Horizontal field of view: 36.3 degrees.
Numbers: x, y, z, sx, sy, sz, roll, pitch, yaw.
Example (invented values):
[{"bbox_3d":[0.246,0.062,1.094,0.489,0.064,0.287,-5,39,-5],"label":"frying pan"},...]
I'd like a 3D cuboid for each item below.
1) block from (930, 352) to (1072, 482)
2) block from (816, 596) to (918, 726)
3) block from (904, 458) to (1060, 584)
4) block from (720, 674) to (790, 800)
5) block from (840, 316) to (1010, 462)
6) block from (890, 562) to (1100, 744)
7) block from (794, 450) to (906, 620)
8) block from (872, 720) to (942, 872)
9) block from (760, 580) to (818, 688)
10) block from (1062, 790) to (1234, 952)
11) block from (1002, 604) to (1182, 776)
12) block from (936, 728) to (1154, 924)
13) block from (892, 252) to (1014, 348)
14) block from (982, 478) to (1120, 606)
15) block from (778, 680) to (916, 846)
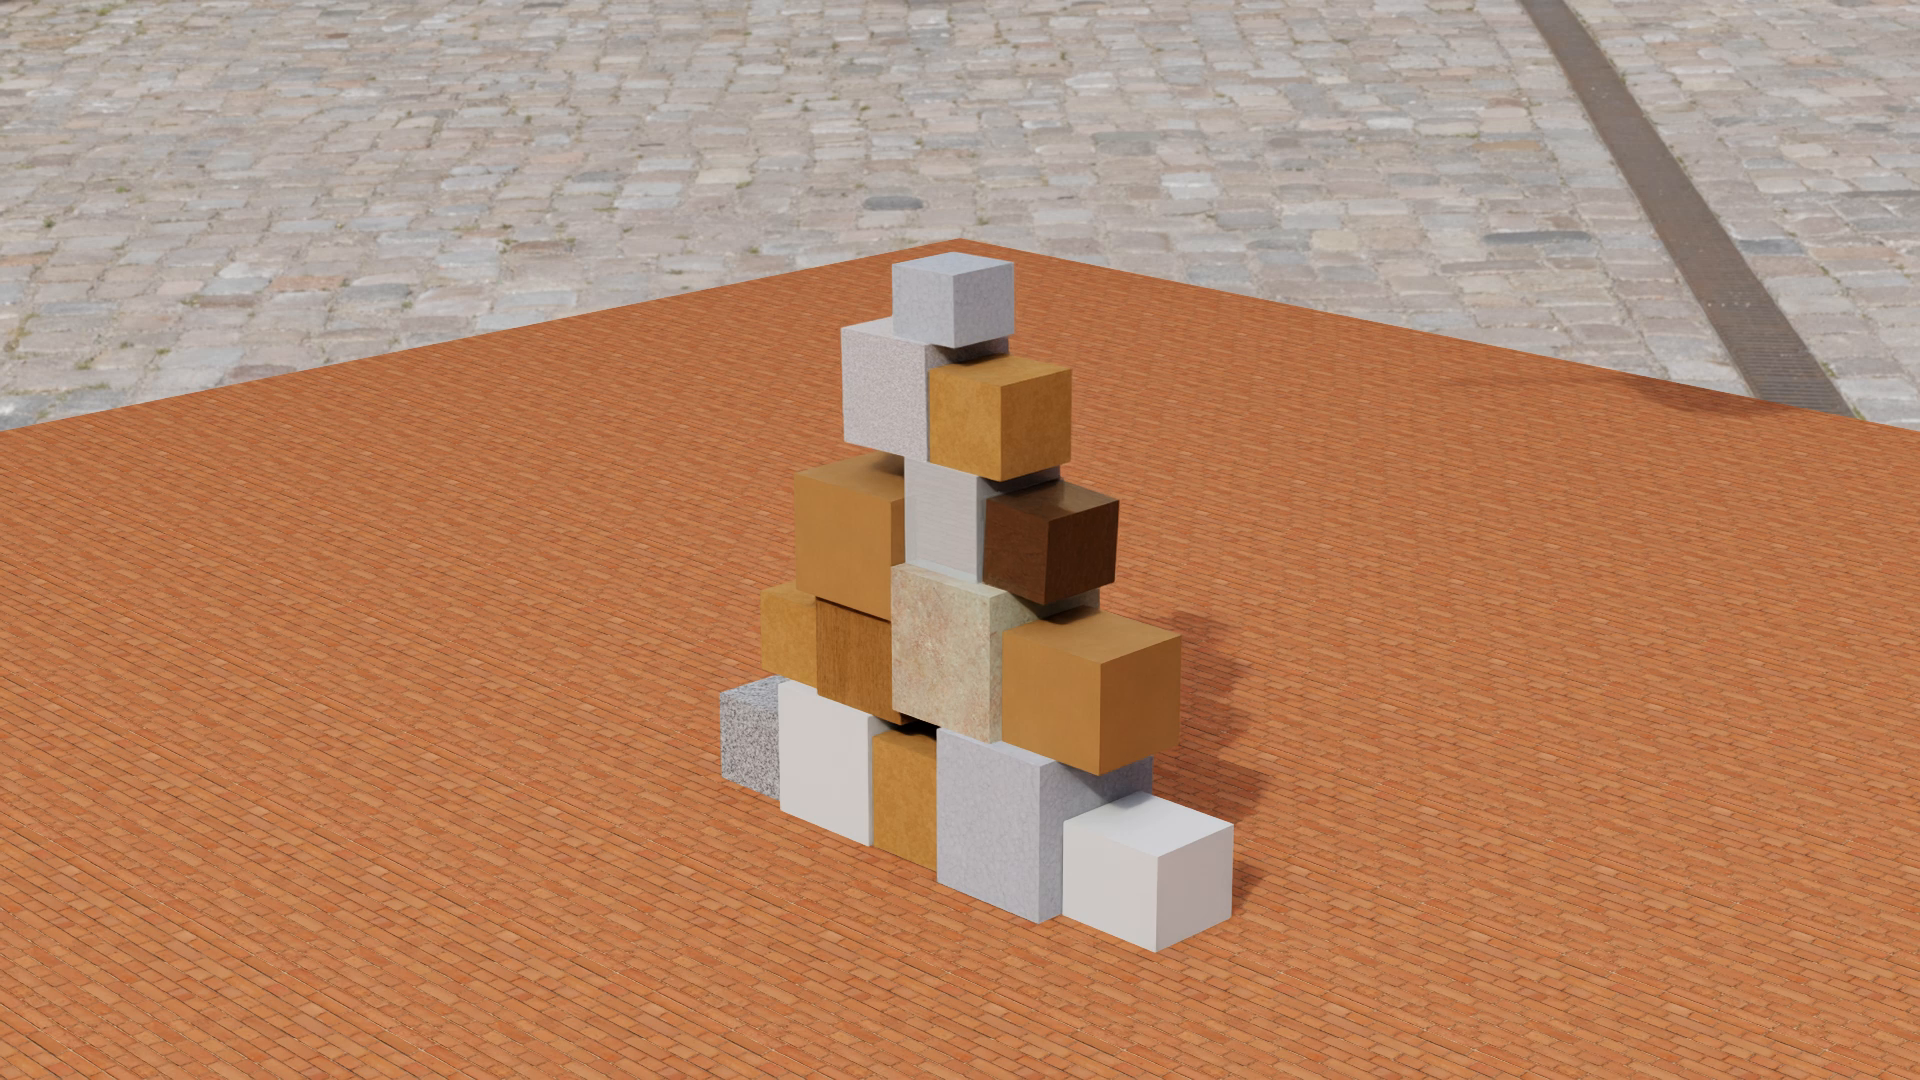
[{"bbox_3d":[0.179,-0.549,12.960,0.447,0.426,0.439,-17,24,-42],"label":"block"},{"bbox_3d":[-0.281,0.486,13.769,0.544,0.518,0.568,-17,24,-42],"label":"block"},{"bbox_3d":[0.101,-0.144,13.208,0.535,0.495,0.453,-17,24,-42],"label":"block"},{"bbox_3d":[-0.834,0.971,14.511,0.482,0.446,0.514,-17,24,-42],"label":"block"},{"bbox_3d":[-0.154,-0.708,13.309,0.532,0.531,0.541,-17,23,-42],"label":"block"},{"bbox_3d":[0.162,0.437,13.324,0.715,0.683,0.622,-17,24,-42],"label":"block"},{"bbox_3d":[-0.293,-0.044,13.650,0.696,0.565,0.649,-17,24,-42],"label":"block"},{"bbox_3d":[-0.025,1.165,13.719,0.580,0.551,0.495,-17,24,-42],"label":"block"},{"bbox_3d":[-0.650,0.435,14.134,0.428,0.398,0.447,-17,24,-42],"label":"block"},{"bbox_3d":[0.830,1.458,12.958,0.507,0.449,0.550,-17,24,-42],"label":"block"},{"bbox_3d":[0.578,0.653,12.917,0.524,0.514,0.583,-17,24,-42],"label":"block"},{"bbox_3d":[0.386,1.192,13.304,0.749,0.747,0.637,-17,24,-42],"label":"block"},{"bbox_3d":[-0.028,-1.068,13.010,0.383,0.324,0.383,-17,23,-42],"label":"block"},{"bbox_3d":[0.401,0.003,12.920,0.454,0.387,0.376,-17,27,-42],"label":"block"},{"bbox_3d":[-0.430,0.999,14.086,0.619,0.649,0.623,-17,24,-42],"label":"block"}]
